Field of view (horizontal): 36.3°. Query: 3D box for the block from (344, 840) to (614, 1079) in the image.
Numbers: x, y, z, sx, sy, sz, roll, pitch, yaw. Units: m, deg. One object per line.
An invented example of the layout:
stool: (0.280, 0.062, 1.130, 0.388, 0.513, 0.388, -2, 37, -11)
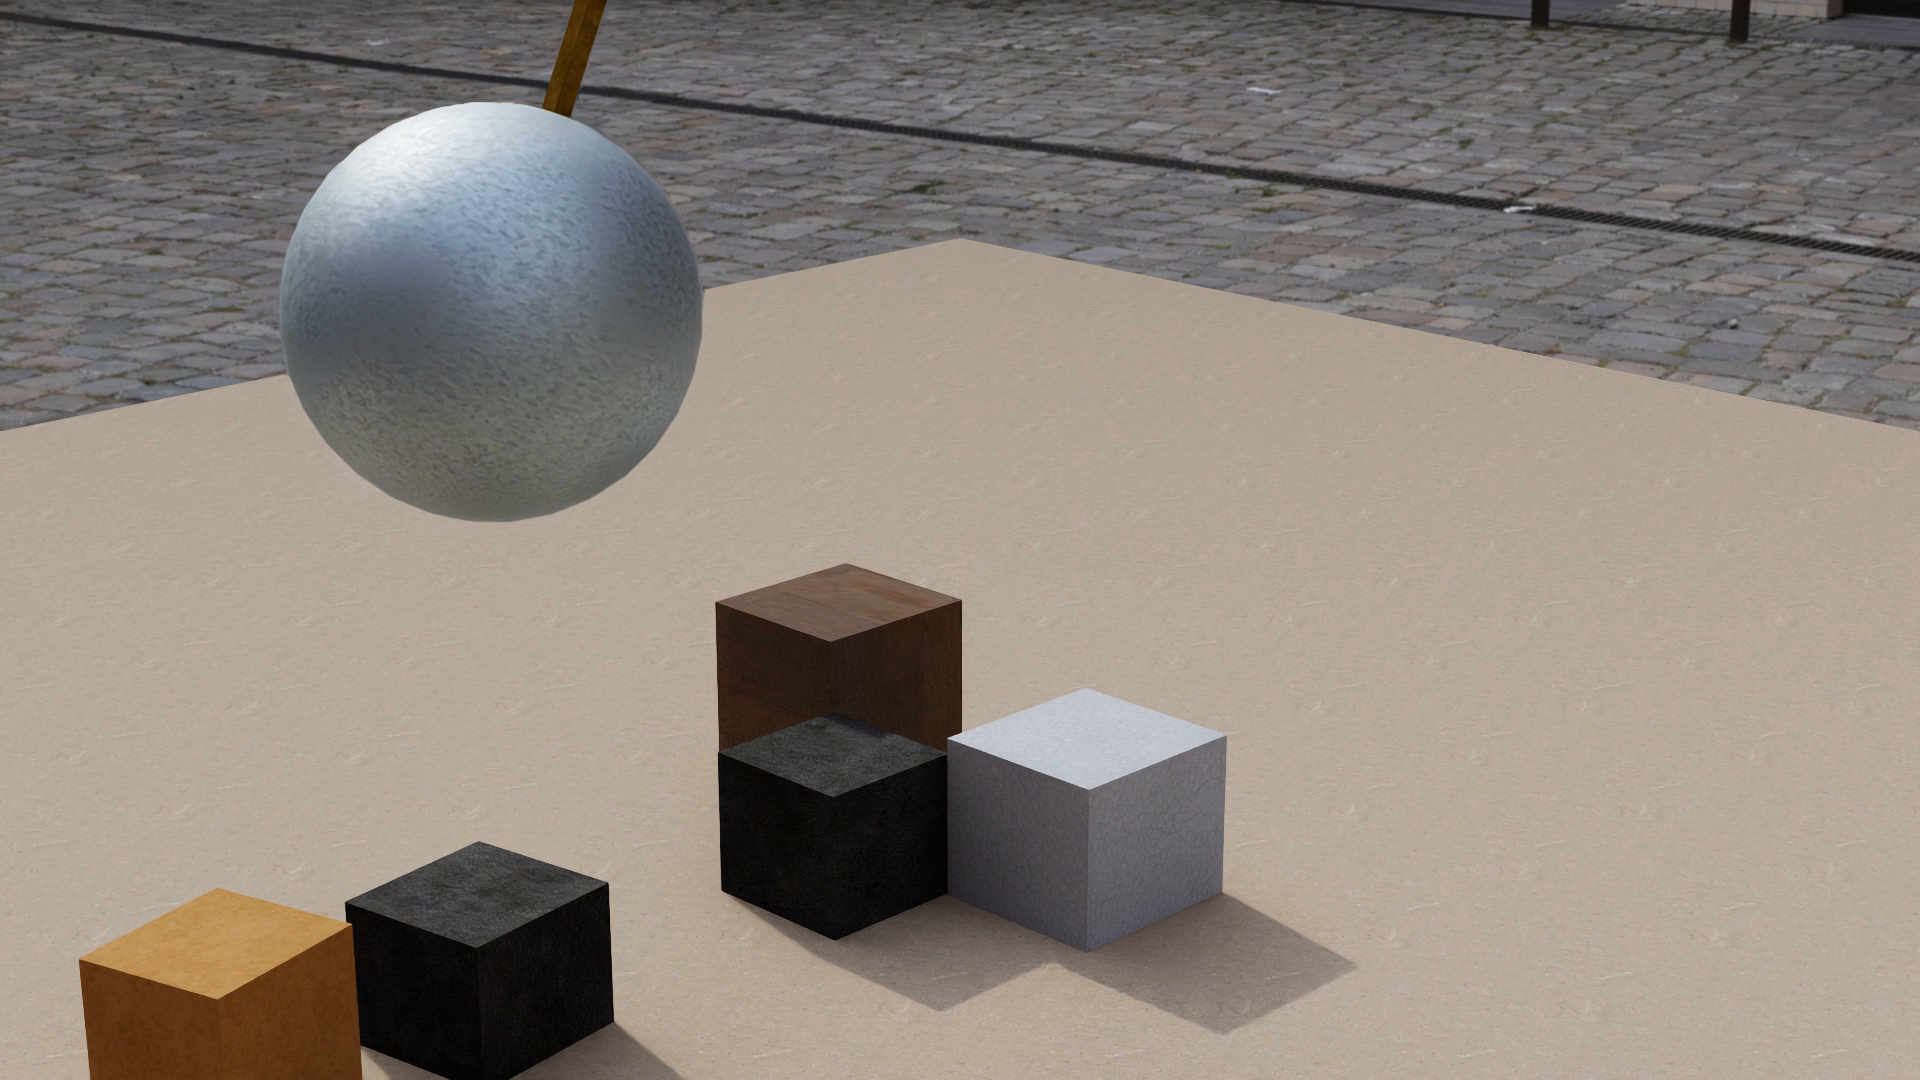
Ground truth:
block: (-1.936, 1.711, 11.865, 0.729, 0.622, 0.753, 12, 21, 34)

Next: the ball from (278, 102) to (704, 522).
ball: (-1.784, -0.867, 11.200, 1.600, 1.600, 1.600, 0, 17, 0)

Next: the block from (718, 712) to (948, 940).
block: (-0.565, 1.271, 13.177, 0.752, 0.674, 0.710, 16, 24, 42)

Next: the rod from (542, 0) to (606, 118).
rod: (-0.773, -4.113, 11.239, 0.080, 5.200, 0.080, 17, -1, 42)

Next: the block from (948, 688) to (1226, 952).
block: (0.566, 1.236, 13.147, 0.853, 0.759, 0.908, 17, 24, 42)

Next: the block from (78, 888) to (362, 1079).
block: (-2.799, 1.867, 11.158, 0.686, 0.746, 0.734, 10, 20, 28)

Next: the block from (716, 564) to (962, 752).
block: (-0.580, 0.776, 14.182, 0.857, 1.016, 0.813, -17, 24, -42)
